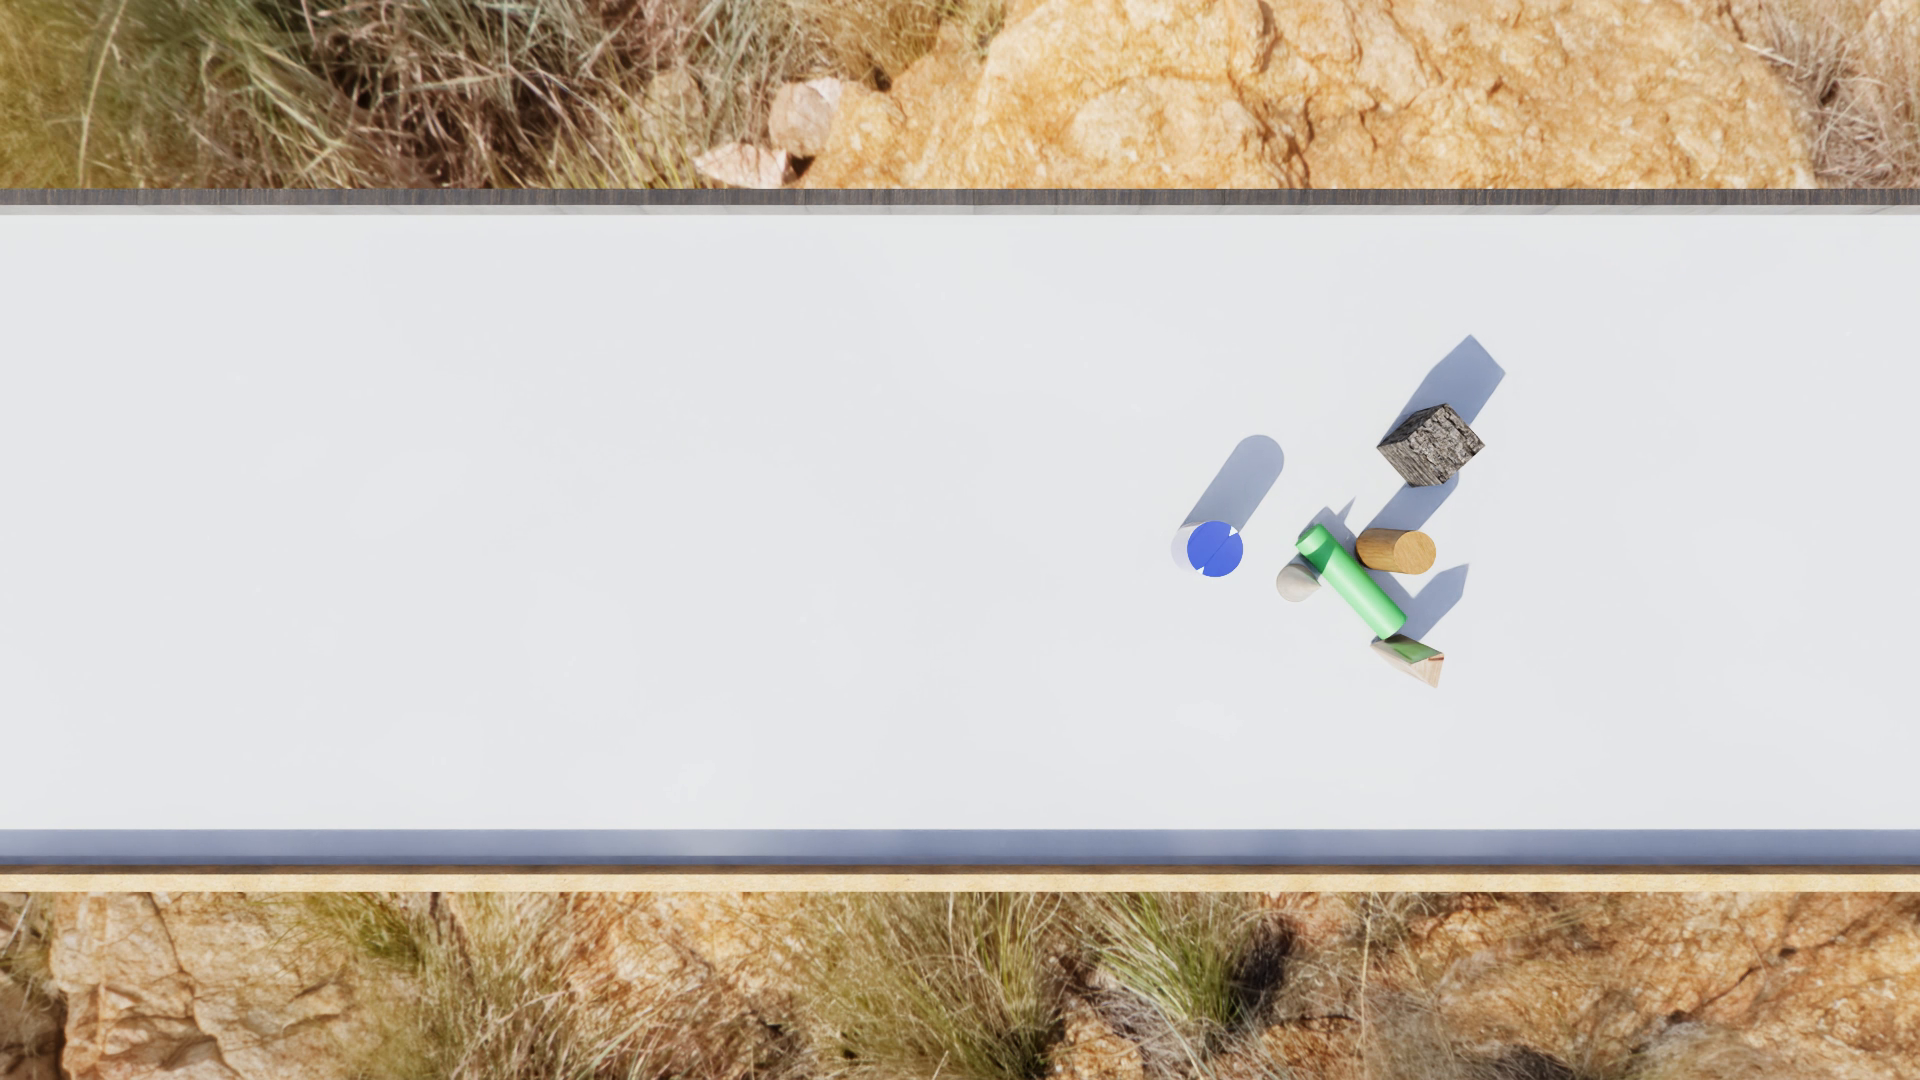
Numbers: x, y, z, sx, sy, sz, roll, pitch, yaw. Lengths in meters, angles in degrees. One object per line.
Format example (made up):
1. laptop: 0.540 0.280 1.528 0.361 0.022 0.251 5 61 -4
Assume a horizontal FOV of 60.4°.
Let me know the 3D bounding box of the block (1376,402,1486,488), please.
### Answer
1. block: 1.397 -0.278 4.913 0.166 0.326 0.166 -42 90 0

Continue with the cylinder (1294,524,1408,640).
1. cylinder: 1.191 0.125 5.025 0.104 0.104 0.389 -43 90 0

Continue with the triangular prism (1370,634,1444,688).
1. triangular prism: 1.343 0.341 4.901 0.104 0.338 0.090 41 91 -9

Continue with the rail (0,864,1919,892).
1. rail: -2.247 1.025 5.001 12.000 0.150 0.050 0 90 0

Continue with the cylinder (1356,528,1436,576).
1. cylinder: 1.294 0.032 4.912 0.128 0.317 0.128 0 92 -7

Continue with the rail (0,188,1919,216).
1. rail: -2.247 -1.025 5.002 12.000 0.150 0.050 0 90 0

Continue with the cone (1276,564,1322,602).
1. cone: 1.032 0.132 4.889 0.119 0.375 0.119 0 90 0

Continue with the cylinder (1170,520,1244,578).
1. cylinder: 0.729 0.026 4.893 0.162 0.367 0.162 0 90 0
